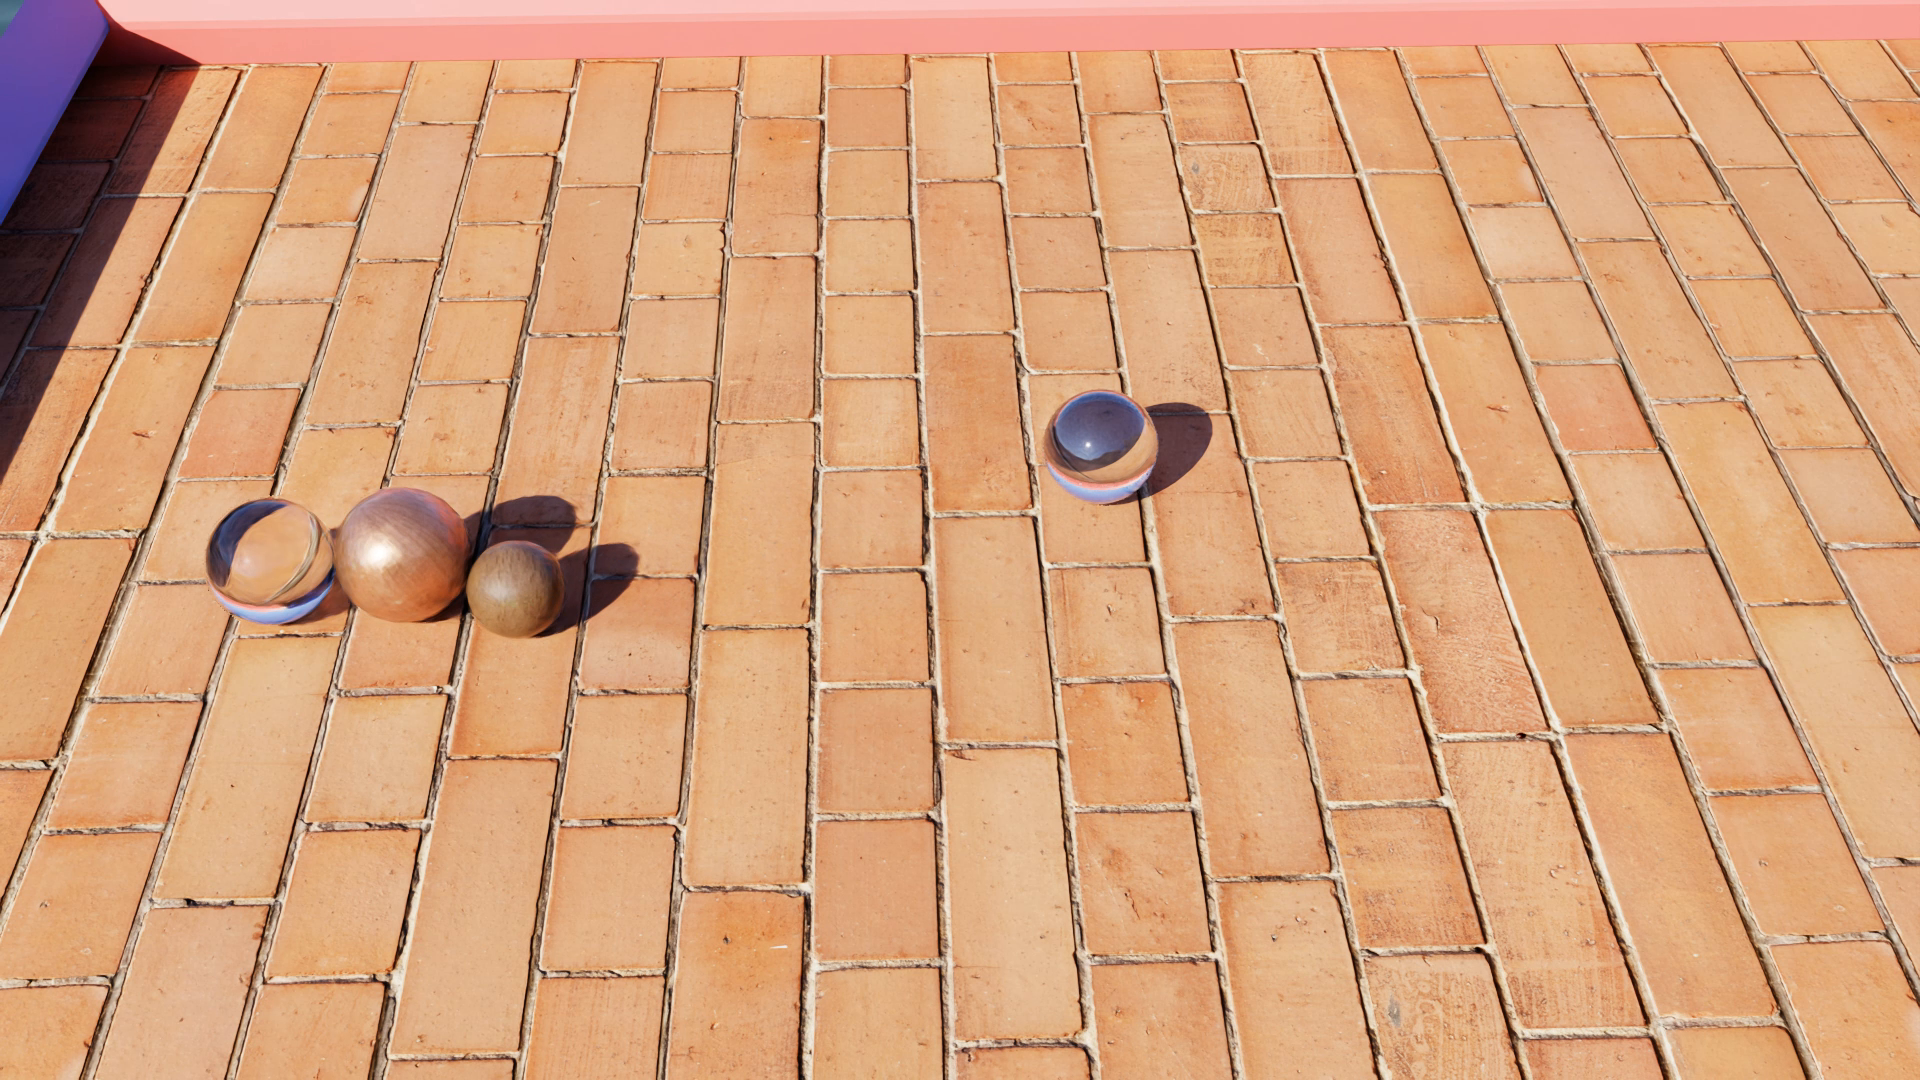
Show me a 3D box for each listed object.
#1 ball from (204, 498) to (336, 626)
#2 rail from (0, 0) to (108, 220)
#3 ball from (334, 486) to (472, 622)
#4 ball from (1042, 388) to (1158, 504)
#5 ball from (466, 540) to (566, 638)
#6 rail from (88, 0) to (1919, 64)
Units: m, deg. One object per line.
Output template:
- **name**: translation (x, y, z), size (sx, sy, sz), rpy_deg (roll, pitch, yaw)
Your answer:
- **ball**: translation (-0.451, 0.014, 1.681), size (0.084, 0.084, 0.084), rpy_deg (0, 36, 0)
- **rail**: translation (-0.764, 0.002, 1.669), size (0.045, 0.116, 1.696), rpy_deg (-1, 36, -2)
- **ball**: translation (-0.365, 0.010, 1.682), size (0.089, 0.089, 0.089), rpy_deg (0, 36, 0)
- **ball**: translation (0.098, -0.065, 1.795), size (0.081, 0.081, 0.081), rpy_deg (0, 36, 0)
- **ball**: translation (-0.289, 0.032, 1.672), size (0.065, 0.065, 0.065), rpy_deg (0, 36, 0)
- **rail**: translation (0.759, -0.509, 2.382), size (3.154, 0.116, 0.045), rpy_deg (-1, 36, -2)
